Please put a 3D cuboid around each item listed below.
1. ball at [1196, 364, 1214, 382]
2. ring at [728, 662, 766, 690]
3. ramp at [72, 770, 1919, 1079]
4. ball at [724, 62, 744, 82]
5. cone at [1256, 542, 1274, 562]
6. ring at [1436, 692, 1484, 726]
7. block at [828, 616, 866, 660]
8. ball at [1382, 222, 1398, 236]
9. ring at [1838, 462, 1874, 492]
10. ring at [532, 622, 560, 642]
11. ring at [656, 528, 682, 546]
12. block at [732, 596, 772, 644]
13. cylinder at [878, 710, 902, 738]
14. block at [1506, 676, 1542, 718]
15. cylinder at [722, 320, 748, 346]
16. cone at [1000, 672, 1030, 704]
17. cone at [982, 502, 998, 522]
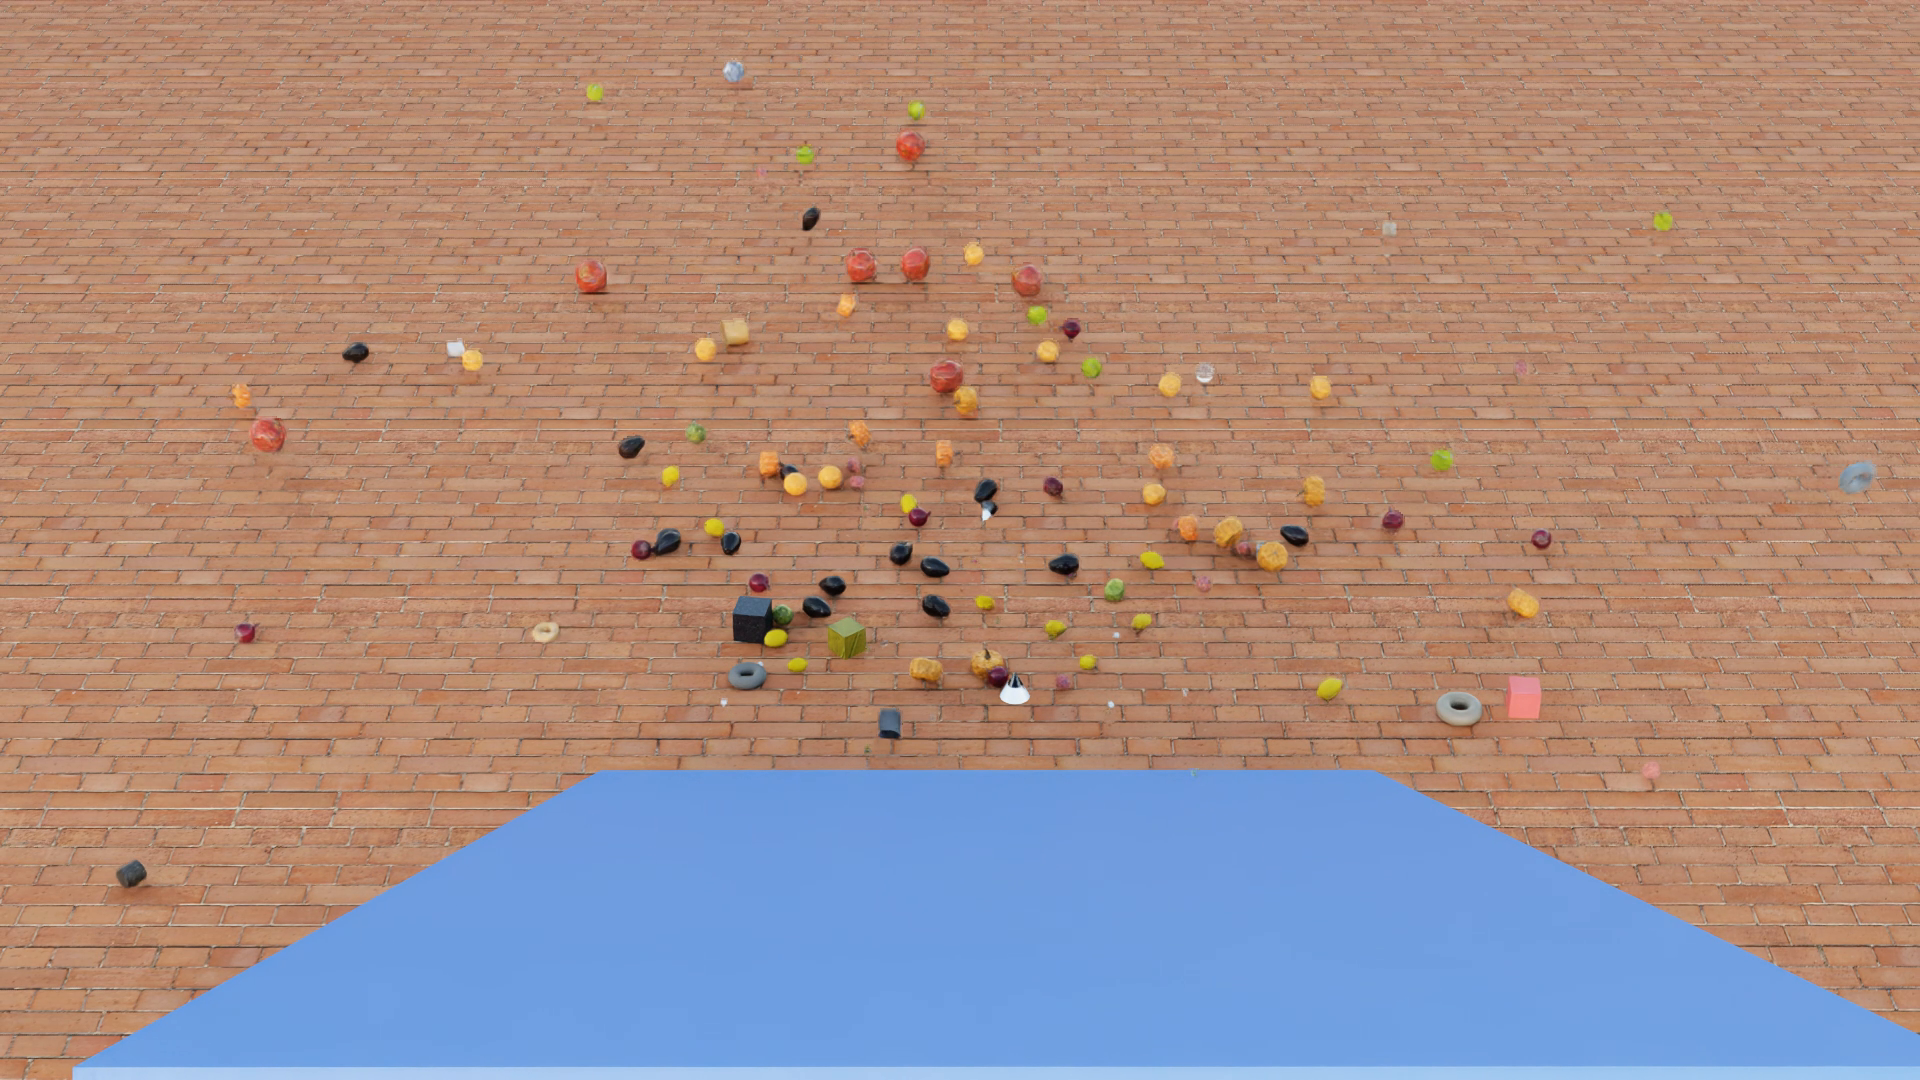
[{"bbox_3d":[0.820,-0.558,8.678,0.060,0.060,0.060,0,32,0],"label":"ball"},{"bbox_3d":[-0.591,0.377,7.192,0.107,0.036,0.107,-1,31,0],"label":"ring"},{"bbox_3d":[0.071,0.624,4.711,2.000,0.100,4.000,0,-1,0],"label":"ramp"},{"bbox_3d":[-0.955,-1.976,10.940,0.089,0.089,0.089,0,32,0],"label":"ball"},{"bbox_3d":[0.897,0.045,7.737,0.057,0.057,0.057,20,64,29],"label":"cone"},{"bbox_3d":[1.358,0.459,7.052,0.129,0.043,0.129,-1,33,0],"label":"ring"},{"bbox_3d":[-0.319,0.277,7.314,0.076,0.076,0.076,-24,39,-34],"label":"block"},{"bbox_3d":[1.599,-1.157,9.650,0.056,0.056,0.056,0,32,0],"label":"ball"},{"bbox_3d":[2.778,-0.193,8.035,0.118,0.118,0.039,-8,51,-12],"label":"ring"},{"bbox_3d":[-1.178,0.262,7.383,0.078,0.026,0.078,-5,37,4],"label":"ring"},{"bbox_3d":[-0.878,-0.009,7.824,0.075,0.025,0.075,0,35,0],"label":"ring"},{"bbox_3d":[-0.590,0.227,7.378,0.093,0.093,0.093,5,32,8],"label":"block"},{"bbox_3d":[-0.189,0.495,6.944,0.059,0.059,0.059,2,63,3],"label":"cylinder"},{"bbox_3d":[1.536,0.429,7.065,0.080,0.080,0.080,3,32,4],"label":"block"},{"bbox_3d":[-0.774,-0.712,8.909,0.078,0.078,0.078,-9,33,-15],"label":"cylinder"},{"bbox_3d":[0.151,0.394,7.120,0.082,0.082,0.082,0,32,0],"label":"cone"},{"bbox_3d":[0.081,-0.079,7.936,0.057,0.057,0.057,14,61,21],"label":"cone"}]
